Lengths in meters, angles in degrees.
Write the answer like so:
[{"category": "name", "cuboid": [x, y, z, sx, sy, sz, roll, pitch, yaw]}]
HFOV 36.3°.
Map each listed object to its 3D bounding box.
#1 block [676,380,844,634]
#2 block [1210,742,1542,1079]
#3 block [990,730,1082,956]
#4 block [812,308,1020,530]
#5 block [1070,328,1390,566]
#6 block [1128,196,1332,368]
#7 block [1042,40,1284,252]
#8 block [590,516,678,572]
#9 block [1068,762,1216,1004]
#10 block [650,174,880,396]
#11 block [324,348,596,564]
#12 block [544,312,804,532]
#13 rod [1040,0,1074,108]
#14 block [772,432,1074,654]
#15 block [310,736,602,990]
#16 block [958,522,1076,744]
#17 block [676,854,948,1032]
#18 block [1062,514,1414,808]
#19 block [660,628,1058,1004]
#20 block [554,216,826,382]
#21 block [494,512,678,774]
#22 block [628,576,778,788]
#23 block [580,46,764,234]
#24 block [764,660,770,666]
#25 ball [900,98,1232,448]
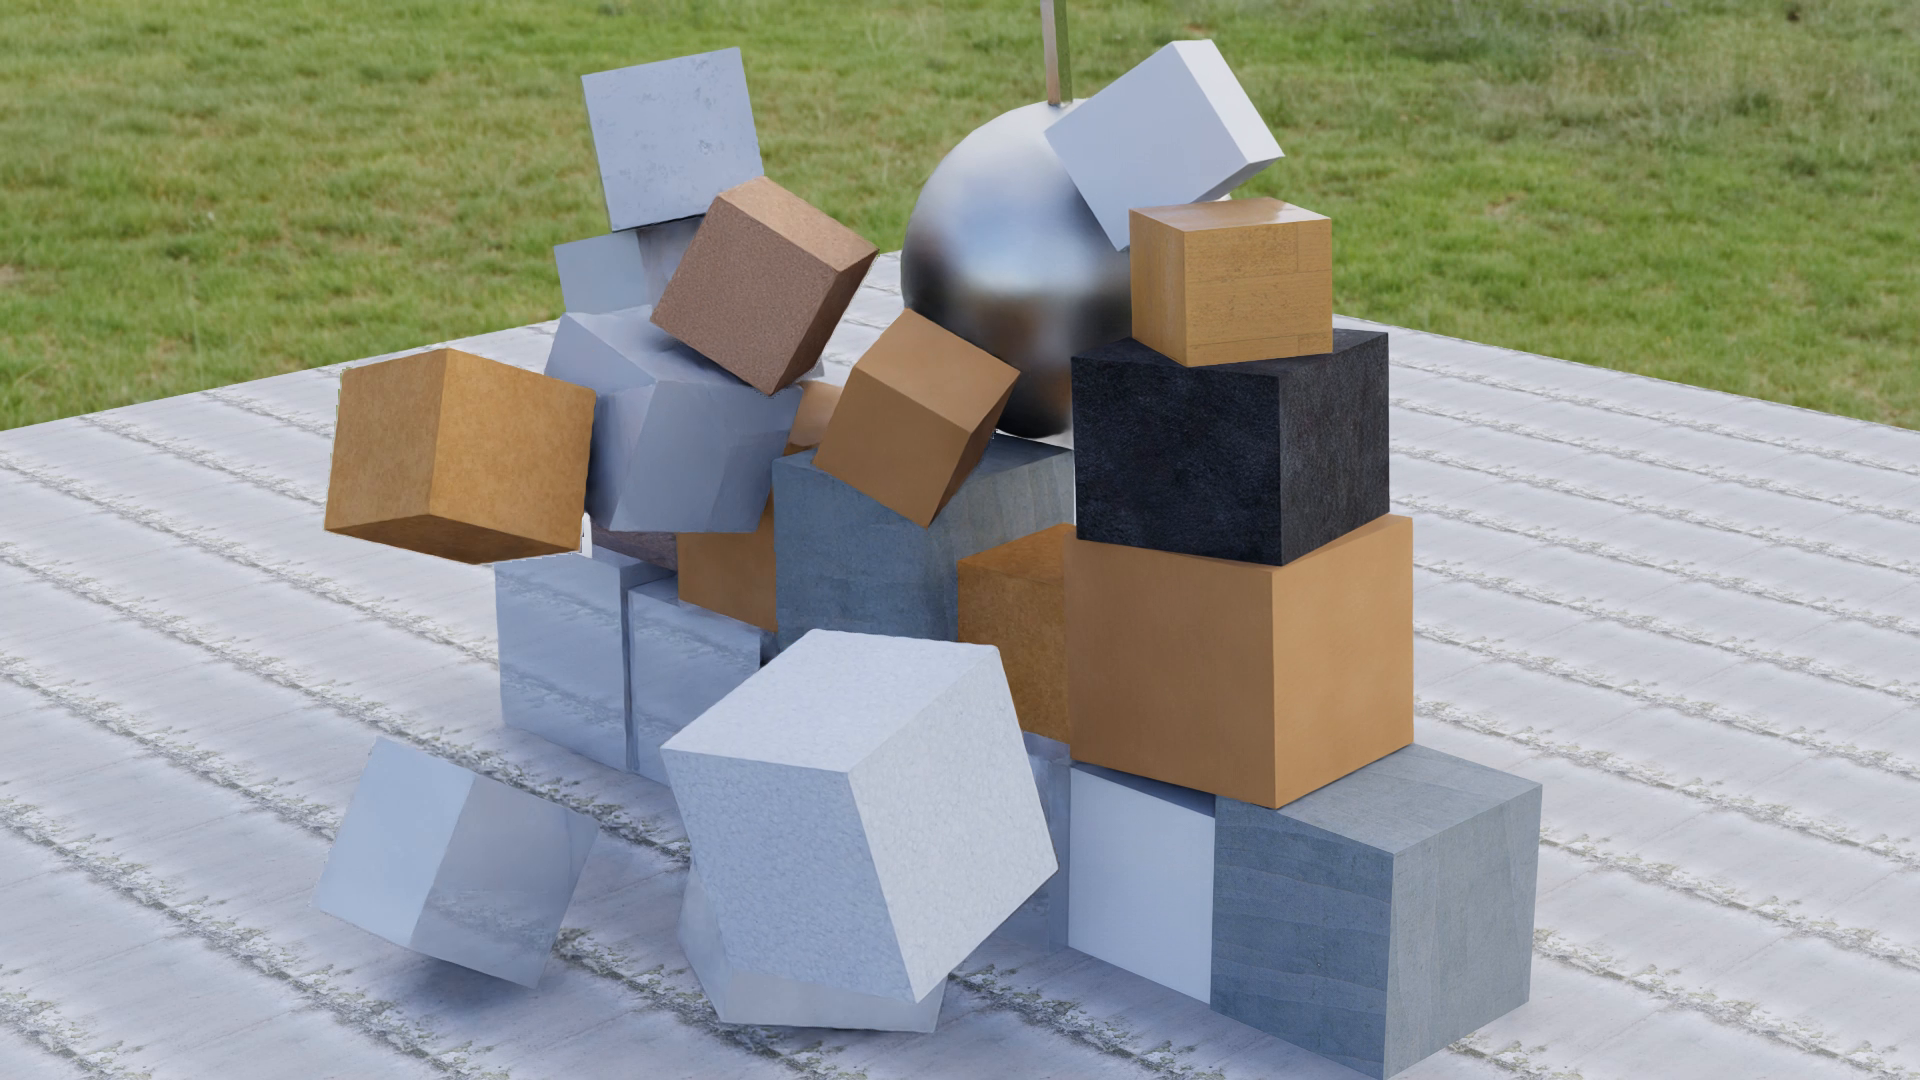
[{"category": "block", "cuboid": [-0.734, -0.159, 14.050, 0.849, 0.953, 0.934, -17, 24, -42]}, {"category": "block", "cuboid": [1.704, 1.469, 12.044, 0.998, 0.974, 0.892, -17, 24, -42]}, {"category": "block", "cuboid": [0.403, 1.139, 13.225, 0.987, 0.896, 1.133, 15, 23, 40]}, {"category": "block", "cuboid": [-0.183, -0.517, 12.410, 0.564, 0.549, 0.565, 30, 38, 6]}, {"category": "block", "cuboid": [1.116, -0.426, 11.988, 0.948, 0.759, 0.933, 8, 18, 34]}, {"category": "block", "cuboid": [1.085, -1.047, 11.804, 0.613, 0.537, 0.658, -7, 16, -15]}, {"category": "block", "cuboid": [0.865, -1.669, 12.357, 0.665, 0.590, 0.657, -33, -2, 22]}, {"category": "block", "cuboid": [-1.323, -0.299, 14.619, 0.774, 0.645, 0.714, -17, 23, -42]}, {"category": "block", "cuboid": [1.077, 1.357, 12.634, 0.825, 0.835, 0.888, 16, 24, 42]}, {"category": "block", "cuboid": [-0.869, -1.150, 13.163, 0.638, 0.656, 0.682, 32, 19, 4]}, {"category": "block", "cuboid": [-2.168, -0.348, 12.729, 0.784, 0.714, 0.787, -7, -16, 45]}, {"category": "block", "cuboid": [-1.353, -0.526, 13.256, 0.860, 0.723, 0.739, 1, 26, -46]}, {"category": "rod", "cuboid": [0.227, -4.356, 12.210, 0.080, 5.200, 0.080, 17, 31, 42]}, {"category": "block", "cuboid": [-0.158, 0.108, 13.315, 0.918, 1.023, 1.004, 14, 22, 40]}, {"category": "block", "cuboid": [-2.109, 1.352, 12.293, 0.687, 0.749, 0.728, 14, -11, 43]}, {"category": "block", "cuboid": [0.516, 0.410, 12.879, 0.756, 0.700, 0.724, 14, 23, 40]}, {"category": "block", "cuboid": [-0.559, 1.446, 12.020, 0.909, 0.824, 0.776, 7, 17, -22]}, {"category": "block", "cuboid": [1.166, 0.412, 12.205, 1.058, 0.976, 0.988, 11, 20, 41]}, {"category": "block", "cuboid": [-0.354, 0.979, 10.662, 0.885, 0.940, 0.899, 4, 29, 39]}, {"category": "block", "cuboid": [-1.329, -1.122, 14.360, 0.880, 0.869, 0.834, -15, 8, -34]}, {"category": "block", "cuboid": [-1.637, 0.424, 15.199, 1.110, 1.077, 1.036, -17, 24, -42]}, {"category": "block", "cuboid": [-0.916, 0.692, 14.537, 0.973, 0.963, 1.043, 17, 24, 42]}, {"category": "block", "cuboid": [-1.363, -1.884, 13.922, 0.740, 0.723, 0.757, -12, 6, -7]}, {"category": "block", "cuboid": [-0.275, 0.966, 13.896, 0.912, 0.825, 0.904, 17, 24, 42]}, {"category": "ball", "cuboid": [0.523, -1.226, 13.505, 1.600, 1.600, 1.600, 0, 17, 0]}]
